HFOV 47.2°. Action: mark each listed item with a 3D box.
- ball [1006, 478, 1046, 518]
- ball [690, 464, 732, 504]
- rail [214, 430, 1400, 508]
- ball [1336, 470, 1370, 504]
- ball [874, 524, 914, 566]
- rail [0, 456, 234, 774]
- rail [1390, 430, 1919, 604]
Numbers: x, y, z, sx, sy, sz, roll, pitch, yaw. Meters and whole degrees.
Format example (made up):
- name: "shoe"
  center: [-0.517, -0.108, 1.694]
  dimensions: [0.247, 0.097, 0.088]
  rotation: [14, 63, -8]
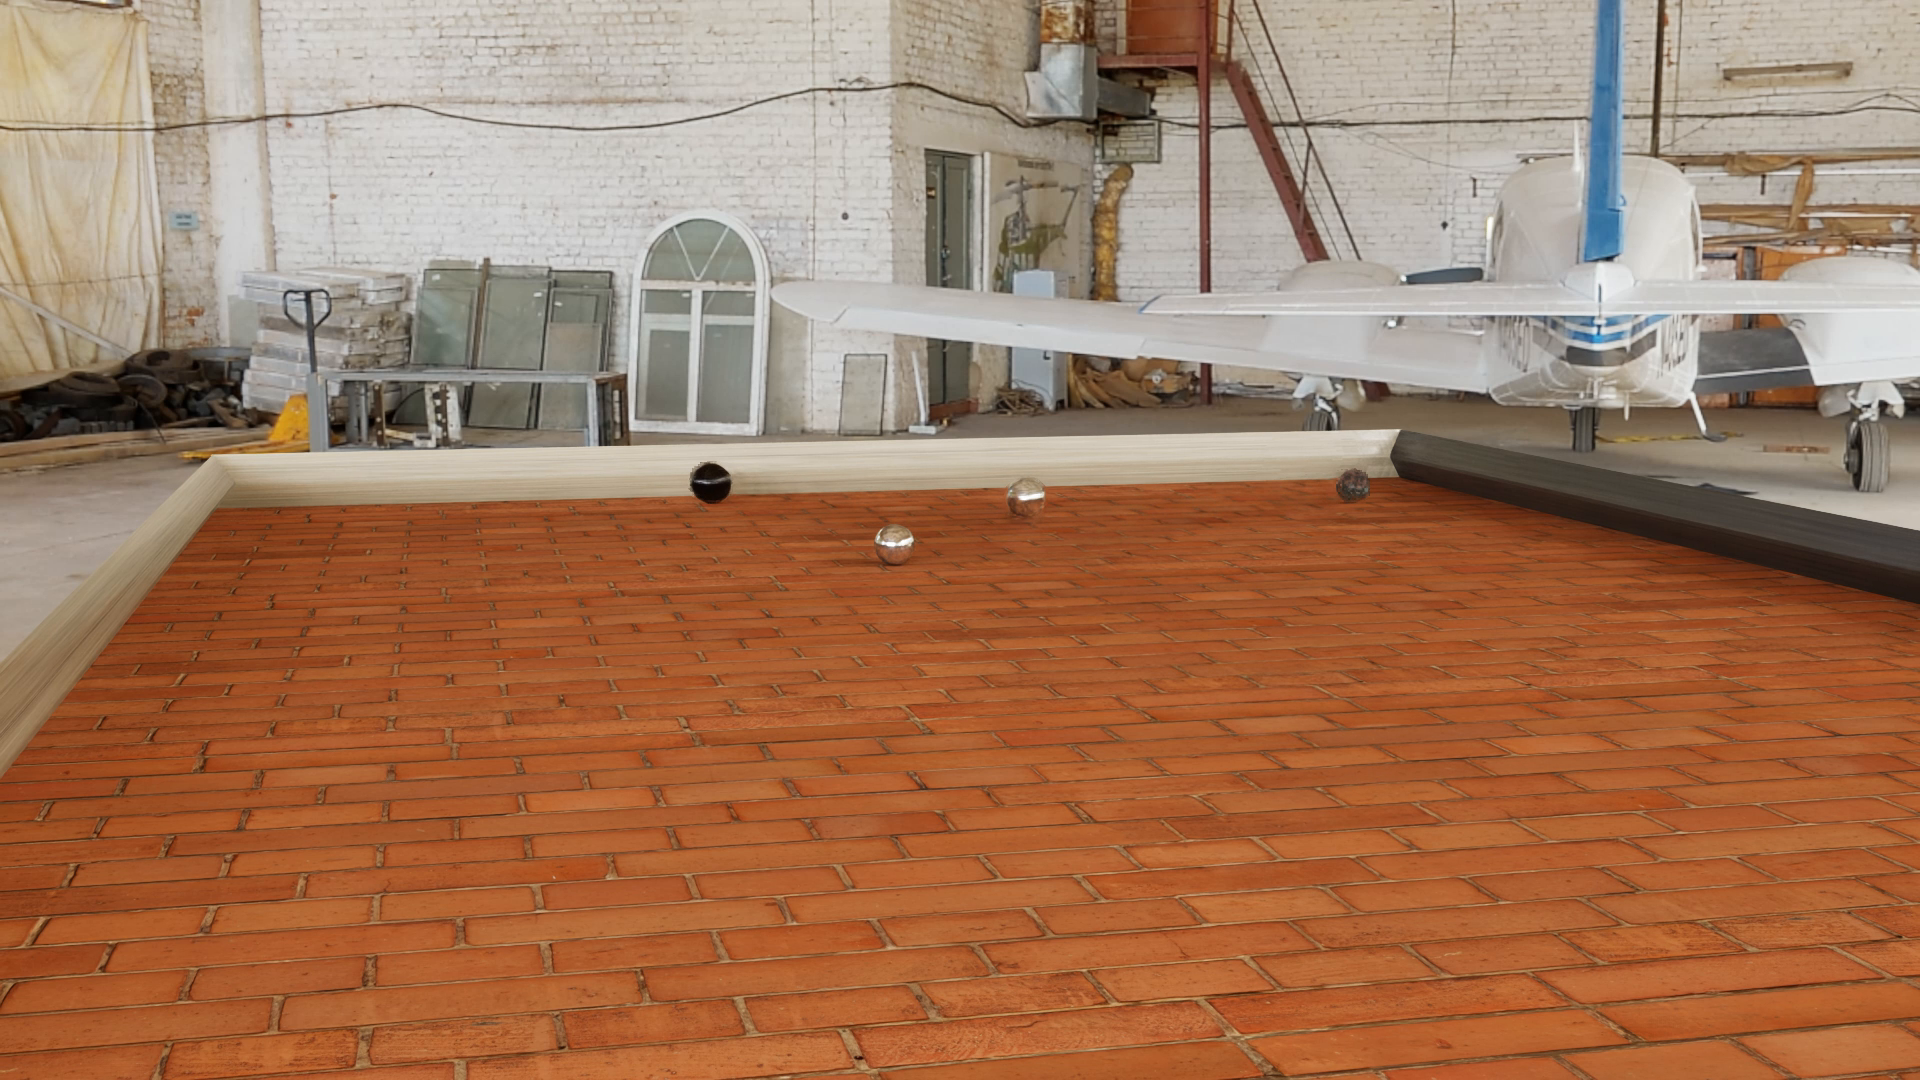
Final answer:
- name: "ball"
  center: [0.126, -0.079, 4.185]
  dimensions: [0.075, 0.075, 0.075]
  rotation: [0, 8, 0]
- name: "ball"
  center: [-0.499, -0.114, 4.412]
  dimensions: [0.081, 0.081, 0.081]
  rotation: [0, 8, 0]
- name: "rail"
  center: [-0.238, -0.151, 4.589]
  dimensions: [2.520, 0.105, 0.045]
  rotation: [-2, 8, -13]
- name: "ball"
  center: [0.789, -0.106, 4.418]
  dimensions: [0.065, 0.065, 0.065]
  rotation: [0, 8, 0]
- name: "ball"
  center: [-0.106, 0.008, 3.574]
  dimensions: [0.067, 0.067, 0.067]
  rotation: [0, 8, 0]
- name: "rail"
  center: [-0.959, 0.160, 2.303]
  dimensions: [0.045, 0.105, 4.203]
  rotation: [-2, 8, -13]
- name: "rail"
  center: [1.446, 0.083, 2.871]
  dimensions: [0.045, 0.105, 4.203]
  rotation: [-2, 8, -13]
